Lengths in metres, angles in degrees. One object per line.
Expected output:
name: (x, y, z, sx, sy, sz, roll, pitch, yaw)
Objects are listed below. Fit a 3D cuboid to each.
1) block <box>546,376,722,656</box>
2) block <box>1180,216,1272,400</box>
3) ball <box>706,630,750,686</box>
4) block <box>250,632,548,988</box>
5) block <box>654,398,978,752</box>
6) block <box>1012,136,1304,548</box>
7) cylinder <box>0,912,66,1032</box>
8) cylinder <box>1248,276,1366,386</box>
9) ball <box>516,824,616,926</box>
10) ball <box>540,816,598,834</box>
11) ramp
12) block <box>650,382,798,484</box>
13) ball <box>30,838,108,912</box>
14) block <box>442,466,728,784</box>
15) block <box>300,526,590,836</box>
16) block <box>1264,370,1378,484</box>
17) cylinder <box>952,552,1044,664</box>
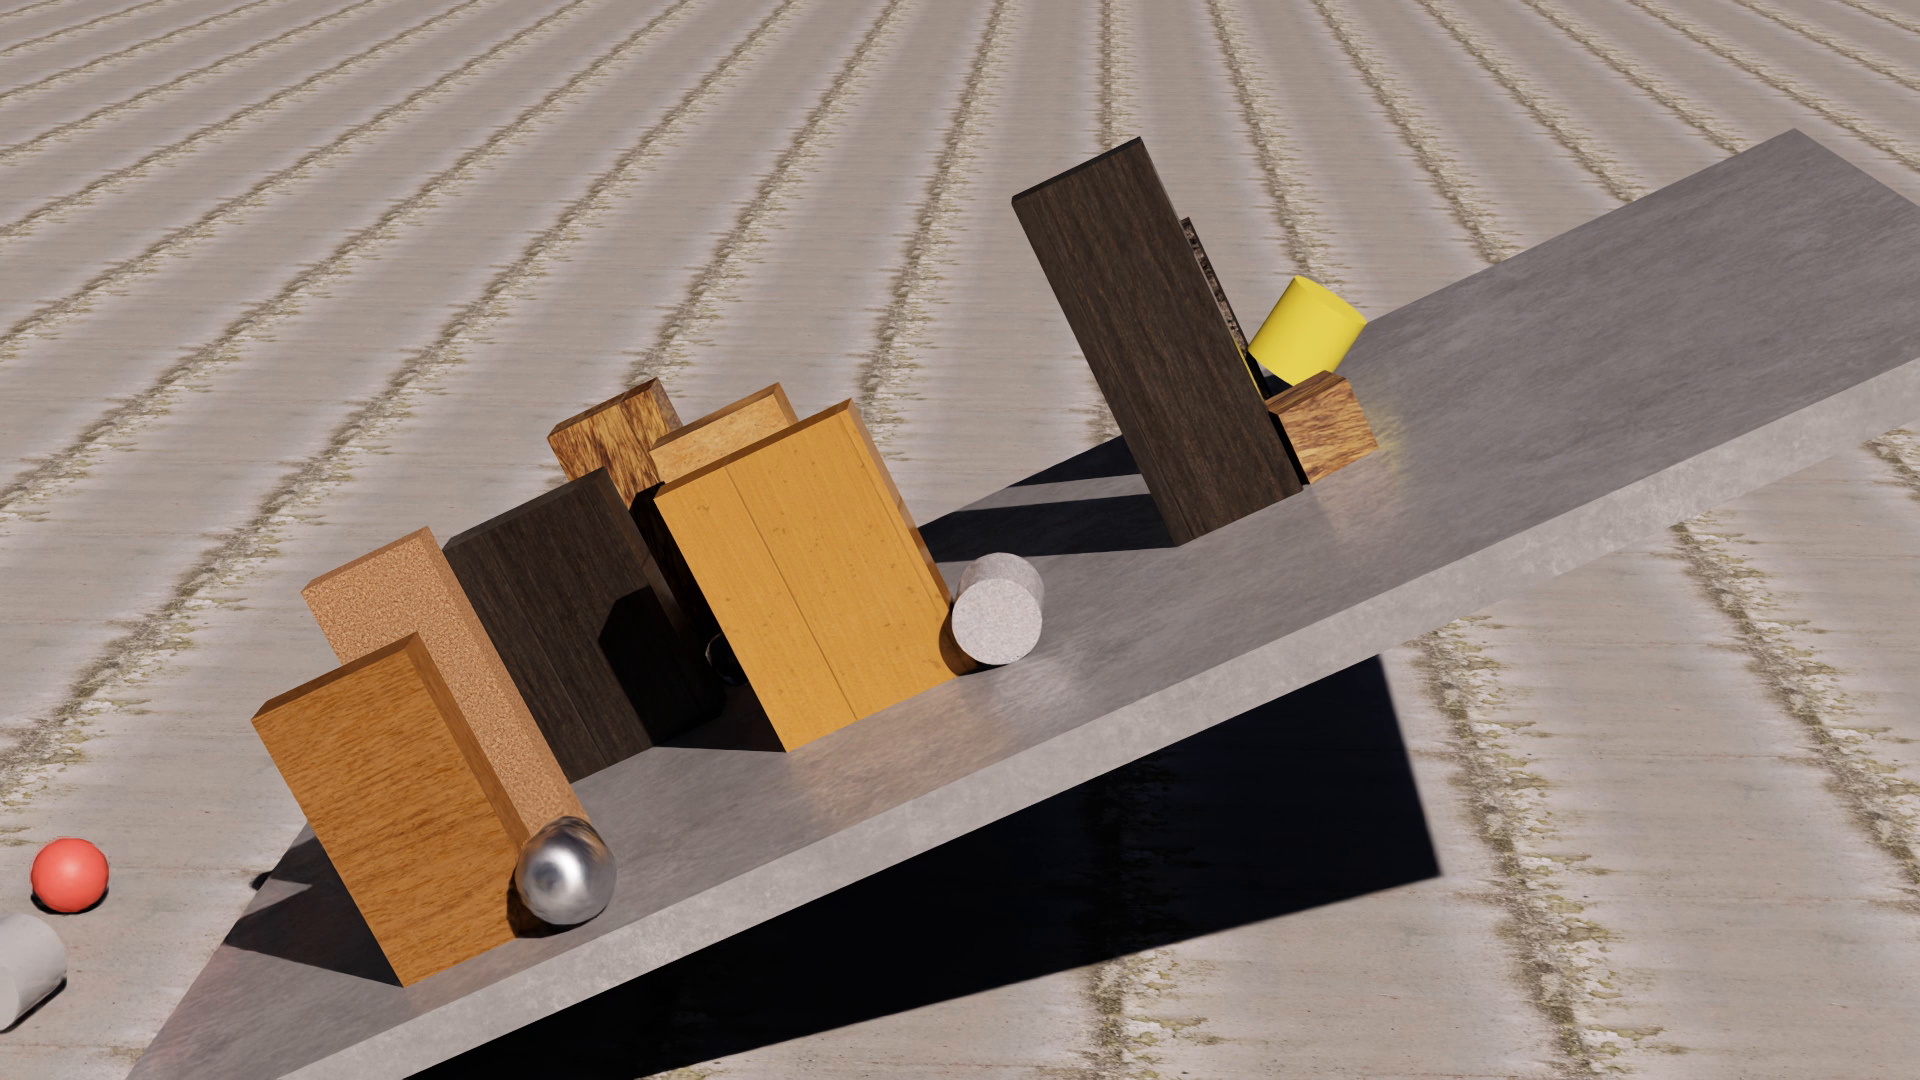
block: (-0.704, -0.033, 7.019, 0.274, 0.646, 0.134, -24, 13, 9)
block: (0.471, -0.446, 6.730, 0.337, 0.471, 0.141, -24, 13, 9)
ball: (-0.506, 0.262, 6.632, 0.137, 0.137, 0.137, 0, 16, 0)
block: (-1.060, 0.522, 5.671, 0.336, 0.608, 0.110, -24, 13, 9)
block: (-0.285, 0.074, 5.937, 0.432, 0.591, 0.100, -24, 13, 9)
block: (0.404, -0.399, 5.985, 0.285, 0.790, 0.088, -24, 13, 9)
cylinder: (-2.117, 0.957, 6.492, 0.204, 0.204, 0.204, 4, 16, 13)
cylinder: (0.784, -0.463, 6.645, 0.194, 0.194, 0.194, 30, 17, -10)
ball: (-0.745, 0.633, 5.562, 0.190, 0.190, 0.190, 0, 16, 0)
ball: (-0.774, 0.614, 5.805, 0.138, 0.138, 0.138, 0, 16, 0)
ramp: (0.137, 0.168, 6.282, 4.000, 0.100, 2.000, -24, 13, 9)
block: (-0.429, -0.032, 6.673, 0.312, 0.563, 0.121, -24, 13, 9)
ball: (-2.138, 0.805, 7.066, 0.179, 0.179, 0.179, 0, 16, 0)
block: (-0.830, 0.192, 6.513, 0.389, 0.596, 0.126, -24, 13, 9)
block: (-1.005, 0.363, 5.859, 0.265, 0.751, 0.083, -24, 13, 9)
block: (0.741, -0.235, 6.095, 0.161, 0.161, 0.161, -28, 13, -4)
cylinder: (0.078, 0.137, 5.905, 0.179, 0.179, 0.179, 1, 16, 3)
